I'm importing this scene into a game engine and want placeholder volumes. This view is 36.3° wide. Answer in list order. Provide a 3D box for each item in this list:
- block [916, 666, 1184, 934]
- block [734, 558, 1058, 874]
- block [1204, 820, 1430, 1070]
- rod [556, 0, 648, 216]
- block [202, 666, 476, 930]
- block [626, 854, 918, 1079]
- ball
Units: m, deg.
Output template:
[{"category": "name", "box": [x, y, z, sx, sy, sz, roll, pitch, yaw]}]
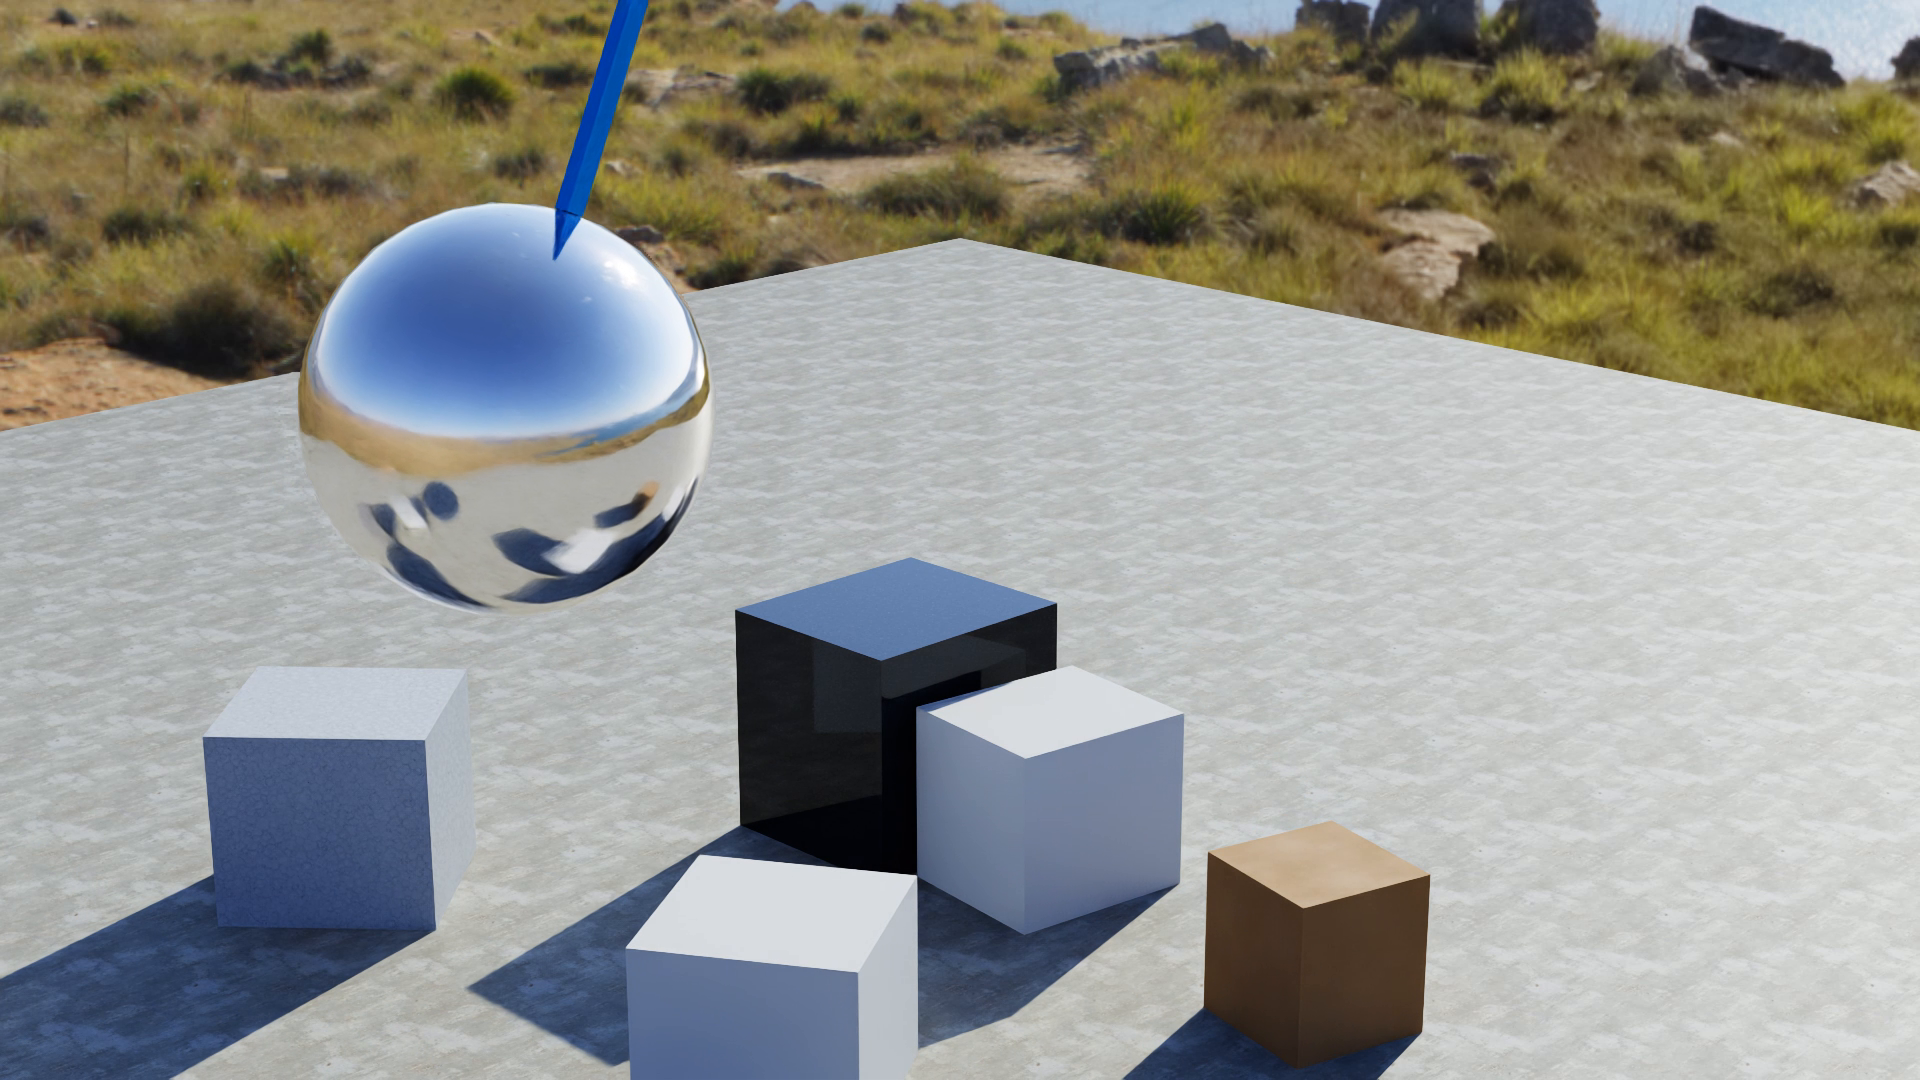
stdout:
[{"category": "block", "box": [0.404, 1.158, 13.278, 0.908, 0.829, 0.789, -13, 22, -35]}, {"category": "block", "box": [-0.296, 0.829, 13.895, 1.138, 1.087, 0.994, -17, 24, -42]}, {"category": "block", "box": [1.448, 1.639, 11.962, 0.635, 0.700, 0.644, -10, 20, -29]}, {"category": "rod", "box": [-0.758, -3.755, 11.367, 0.080, 5.200, 0.080, 17, 0, 42]}, {"category": "block", "box": [-2.768, 1.148, 13.198, 0.969, 0.895, 0.894, 1, 17, 2]}, {"category": "block", "box": [-0.707, 1.791, 11.349, 0.897, 0.777, 0.888, 4, 18, 13]}, {"category": "ball", "box": [-1.748, -0.503, 11.351, 1.600, 1.600, 1.600, 0, 17, 0]}]
